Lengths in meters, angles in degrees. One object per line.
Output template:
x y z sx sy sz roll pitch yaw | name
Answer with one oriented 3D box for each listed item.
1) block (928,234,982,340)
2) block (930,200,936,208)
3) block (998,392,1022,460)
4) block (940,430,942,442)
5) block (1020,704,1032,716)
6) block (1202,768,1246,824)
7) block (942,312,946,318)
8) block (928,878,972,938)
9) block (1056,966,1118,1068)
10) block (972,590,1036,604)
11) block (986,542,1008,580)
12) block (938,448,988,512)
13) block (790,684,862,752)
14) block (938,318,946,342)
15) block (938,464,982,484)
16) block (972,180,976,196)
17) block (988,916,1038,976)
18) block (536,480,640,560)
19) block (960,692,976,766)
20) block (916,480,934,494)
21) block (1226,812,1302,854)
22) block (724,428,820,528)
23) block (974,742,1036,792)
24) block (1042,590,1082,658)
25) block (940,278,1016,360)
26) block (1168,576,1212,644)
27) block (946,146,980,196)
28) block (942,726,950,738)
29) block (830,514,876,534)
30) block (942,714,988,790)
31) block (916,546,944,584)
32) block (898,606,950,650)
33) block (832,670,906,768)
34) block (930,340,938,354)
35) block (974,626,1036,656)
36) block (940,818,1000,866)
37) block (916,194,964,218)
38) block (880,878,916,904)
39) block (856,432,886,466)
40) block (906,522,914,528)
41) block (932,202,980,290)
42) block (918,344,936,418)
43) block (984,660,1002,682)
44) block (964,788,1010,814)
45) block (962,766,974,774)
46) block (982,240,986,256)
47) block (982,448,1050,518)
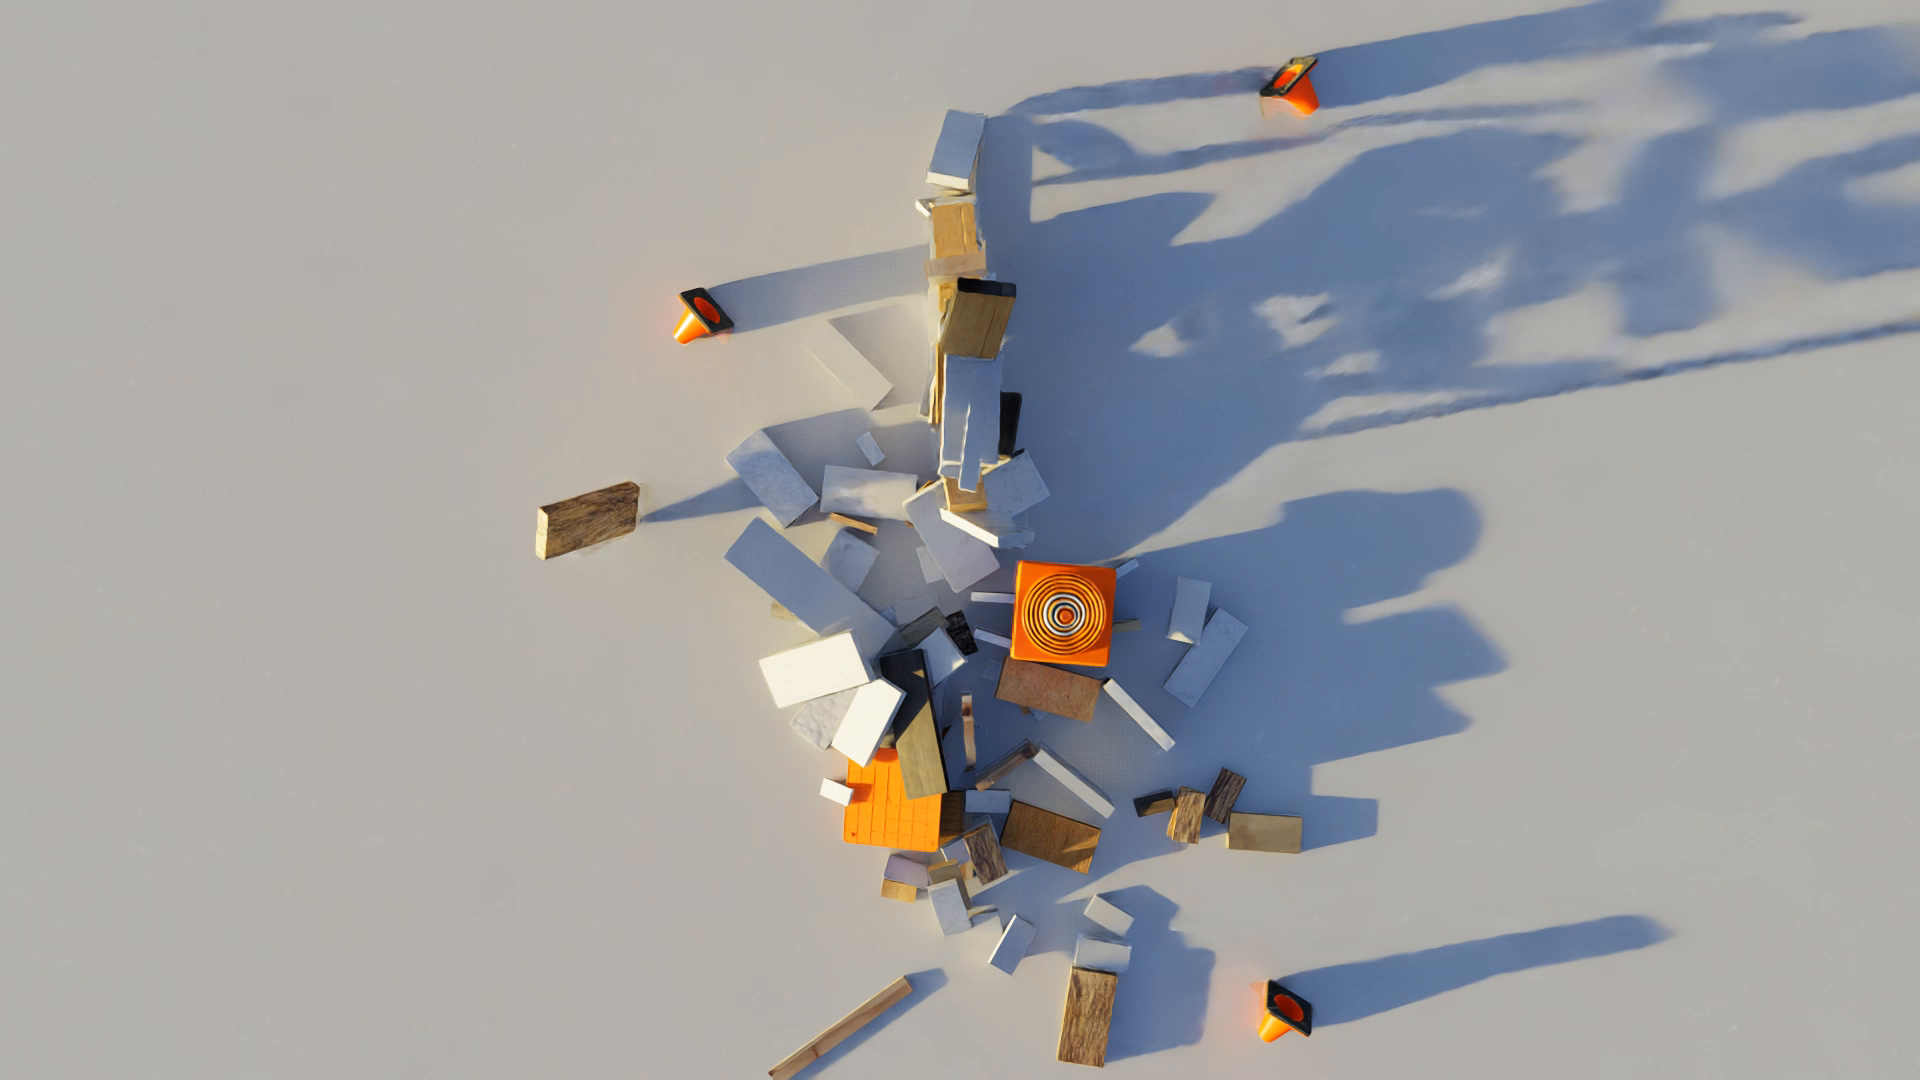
-0.016 -0.815 5.335 0.168 0.048 0.336 1 105 0 | block
-0.027 -1.042 5.283 0.076 0.021 0.151 -19 52 -17 | block
0.132 -0.380 5.434 0.113 0.032 0.226 5 71 15 | block
-0.014 -0.274 5.465 0.093 0.026 0.186 -4 104 0 | block
0.218 0.532 5.493 0.048 0.014 0.096 -19 90 0 | block
0.877 0.851 5.488 0.084 0.024 0.168 26 90 0 | block
-0.020 -0.661 5.337 0.082 0.023 0.165 4 107 -4 | block
-0.034 1.215 5.444 0.098 0.028 0.196 -17 116 0 | block
0.422 1.583 5.478 0.153 0.043 0.306 9 90 0 | block
0.144 0.190 5.447 0.211 0.105 0.030 3 90 0 | block
0.088 0.052 5.490 0.074 0.021 0.148 -32 90 0 | block
0.008 -0.197 5.310 0.121 0.034 0.241 -4 52 -10 | block
-0.418 0.543 5.480 0.144 0.041 0.289 39 90 0 | block
-0.029 -0.630 5.320 0.082 0.023 0.165 1 108 -5 | block
0.018 -0.318 5.207 0.128 0.036 0.256 11 87 -11 | block
0.007 -1.100 5.488 0.087 0.025 0.558 1 90 0 | block
0.176 1.344 5.468 0.088 0.025 0.176 32 82 -9 | block
-1.200 -0.065 5.324 0.049 0.348 0.174 37 129 30 | block
0.027 0.618 5.398 0.032 0.113 0.226 -4 90 -1 | block
-0.077 -0.137 5.457 0.124 0.018 0.062 43 96 -17 | block
1.013 0.973 5.483 0.239 0.034 0.120 4 90 0 | block
-0.622 -0.205 5.478 0.154 0.044 0.309 -40 90 0 | block
0.149 0.748 5.444 0.226 0.113 0.032 -35 90 0 | block
0.337 0.277 5.454 0.105 0.030 0.211 10 90 41 | block
0.052 -0.667 4.994 0.174 0.348 0.049 6 64 -7 | block
0.762 0.235 5.467 0.104 0.029 0.208 11 85 11 | block
0.011 -1.229 5.449 0.087 0.025 0.175 8 81 0 | block
-0.058 0.654 5.493 0.094 0.013 0.047 -21 90 0 | block
-0.353 -0.055 5.461 0.154 0.077 0.022 18 89 0 | block
-0.016 0.703 5.471 0.113 0.032 0.226 32 90 0 | block
-0.100 0.077 5.491 0.062 0.018 0.124 -17 90 0 | block
-0.119 0.292 5.467 0.154 0.022 0.077 -34 107 9 | block
-0.299 0.586 5.405 0.141 0.040 0.282 31 101 23 | block
-0.016 -0.634 5.433 0.168 0.048 0.336 1 105 0 | block
0.148 0.333 5.447 0.211 0.105 0.030 17 92 0 | block
0.032 1.005 5.442 0.182 0.026 0.091 -28 116 -11 | block
-0.046 -1.095 5.401 0.175 0.087 0.025 -15 133 -26 | block
-0.204 1.169 5.492 0.114 0.016 0.057 12 90 0 | block
-0.298 -0.304 5.493 0.053 0.015 0.105 -33 90 0 | block
-0.126 -0.112 5.489 0.154 0.022 0.077 -32 90 0 | block
-0.011 -0.914 5.125 0.129 0.037 0.258 -6 83 3 | block
-0.053 -0.510 5.382 0.121 0.034 0.241 11 84 -3 | block
0.144 0.449 5.484 0.121 0.017 0.061 22 87 6 | block
0.090 0.866 5.474 0.149 0.021 0.074 4 89 -12 | block
0.014 0.726 5.493 0.047 0.013 0.094 -17 90 0 | block
-0.007 -0.824 5.450 0.168 0.048 0.336 3 99 0 | block
0.104 -0.141 5.449 0.349 0.049 0.175 -30 108 0 | block
